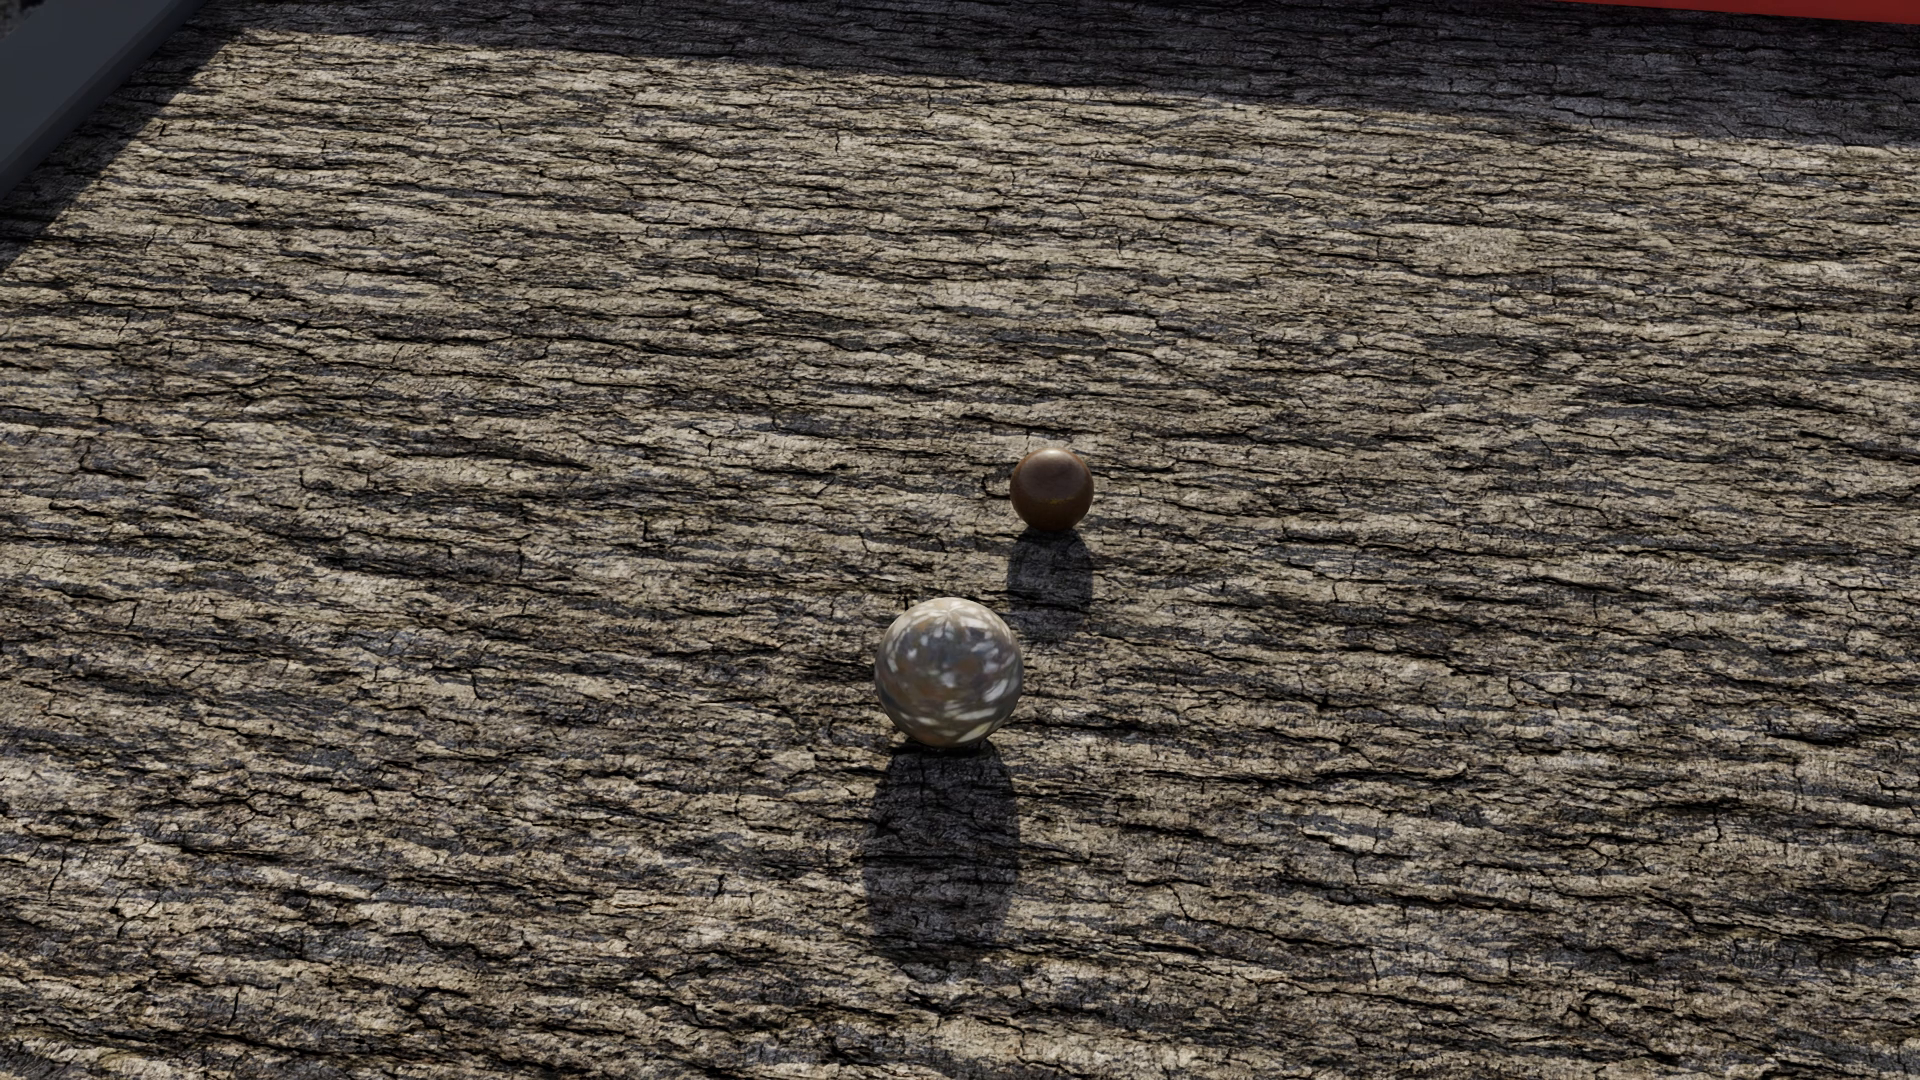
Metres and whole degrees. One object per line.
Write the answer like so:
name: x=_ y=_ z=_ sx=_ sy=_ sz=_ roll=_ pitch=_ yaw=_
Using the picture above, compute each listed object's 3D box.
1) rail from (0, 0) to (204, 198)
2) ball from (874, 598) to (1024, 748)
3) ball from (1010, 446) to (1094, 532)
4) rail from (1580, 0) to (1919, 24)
rail: x=-0.921 y=-0.113 z=1.935 sx=0.045 sy=0.128 sz=2.270 roll=6 pitch=35 yaw=8
ball: x=-0.007 y=0.087 z=1.676 sx=0.099 sy=0.099 sz=0.099 roll=0 pitch=35 yaw=0
ball: x=0.067 y=-0.037 z=1.885 sx=0.063 sy=0.063 sz=0.063 roll=0 pitch=35 yaw=0
rail: x=1.130 y=-0.560 z=2.574 sx=3.832 sy=0.128 sz=0.045 roll=6 pitch=35 yaw=8
